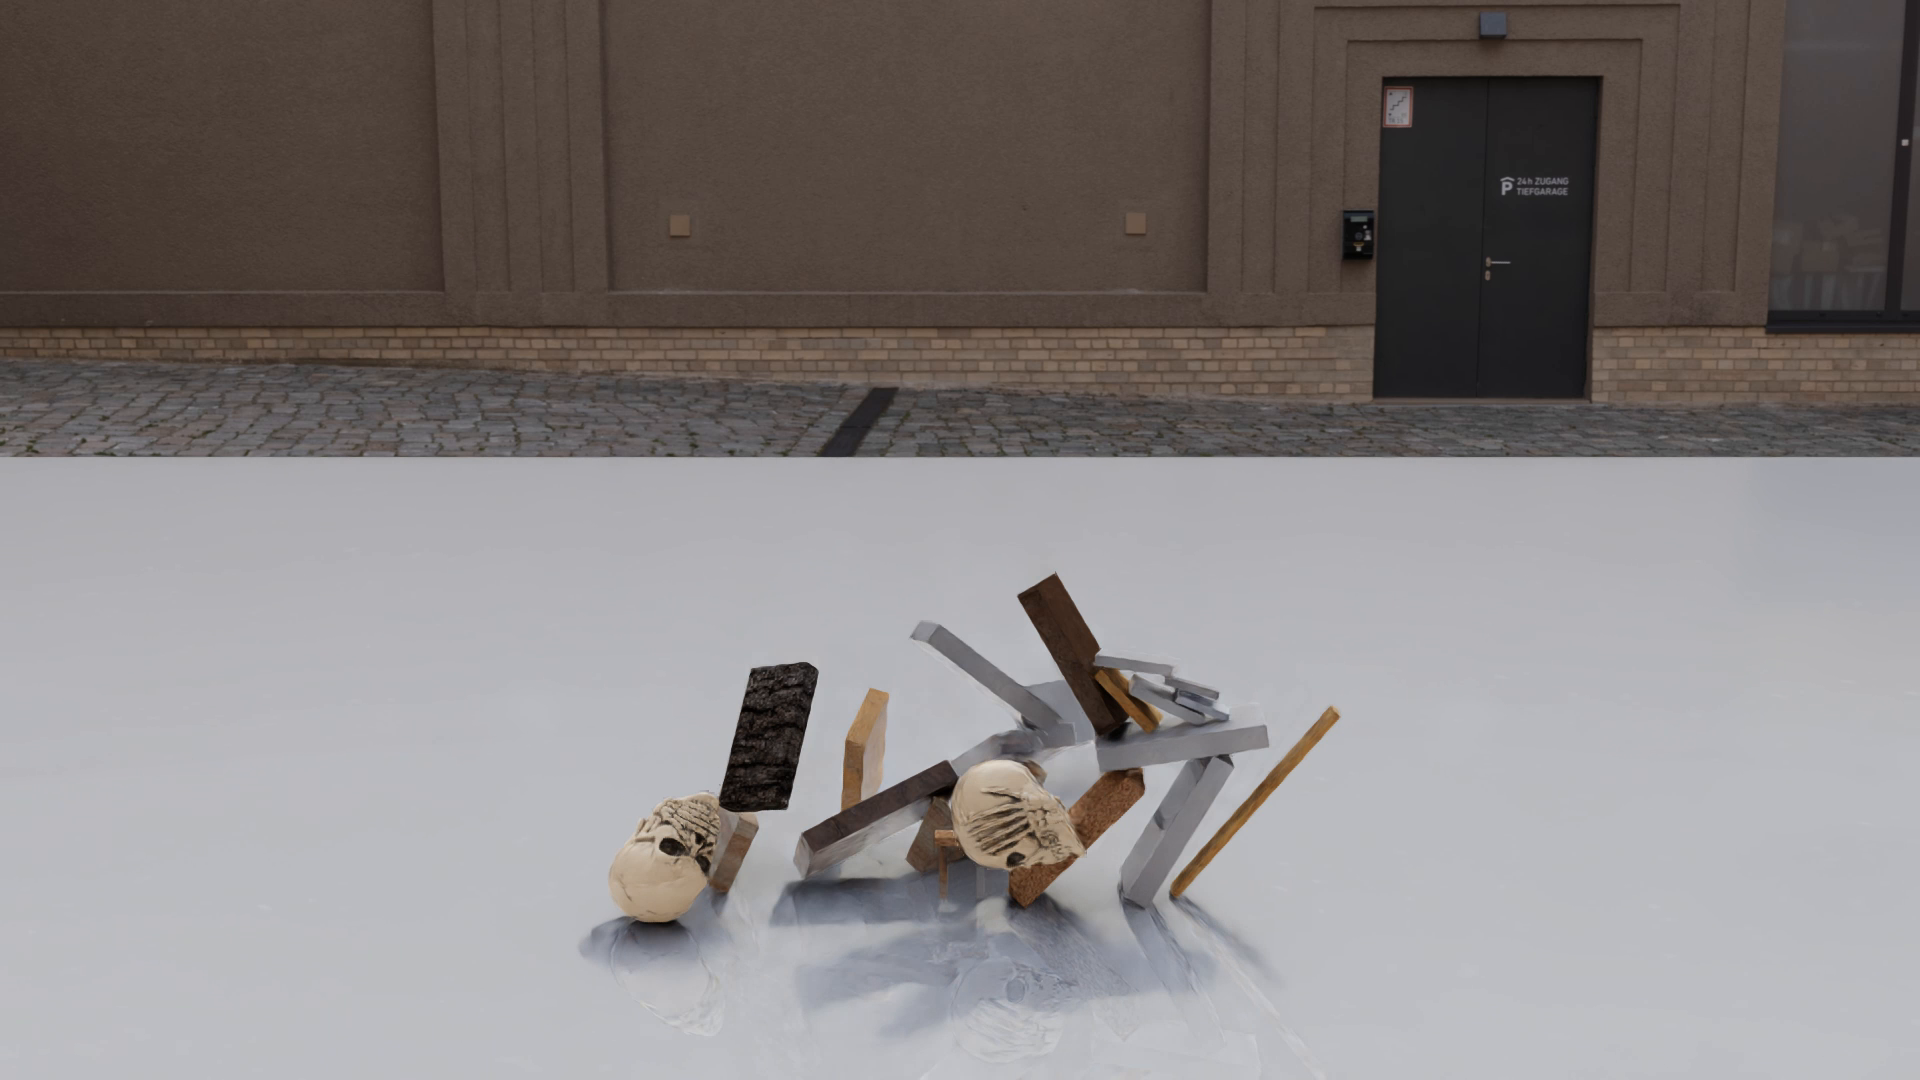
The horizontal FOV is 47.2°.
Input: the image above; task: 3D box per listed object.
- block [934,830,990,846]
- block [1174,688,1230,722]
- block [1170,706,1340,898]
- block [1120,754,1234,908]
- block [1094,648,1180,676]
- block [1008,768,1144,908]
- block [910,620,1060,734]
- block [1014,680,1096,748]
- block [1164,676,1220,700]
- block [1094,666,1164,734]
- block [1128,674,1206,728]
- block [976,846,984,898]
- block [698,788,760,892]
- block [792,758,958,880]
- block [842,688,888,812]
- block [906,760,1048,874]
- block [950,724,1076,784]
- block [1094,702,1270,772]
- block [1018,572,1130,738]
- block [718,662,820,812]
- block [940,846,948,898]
[{"bbox_3d":[0.003,0.494,3.648,0.092,0.013,0.046,0,11,0],"label":"block"},{"bbox_3d":[0.396,0.269,3.599,0.092,0.013,0.046,21,14,-4],"label":"block"},{"bbox_3d":[0.485,0.432,3.631,0.013,0.408,0.046,39,11,-4],"label":"block"},{"bbox_3d":[0.357,0.463,3.641,0.039,0.277,0.139,30,9,-5],"label":"block"},{"bbox_3d":[0.291,0.200,3.603,0.130,0.018,0.065,7,10,16],"label":"block"},{"bbox_3d":[0.192,0.480,3.640,0.039,0.277,0.139,44,10,-5],"label":"block"},{"bbox_3d":[0.041,0.230,3.697,0.261,0.037,0.131,38,-9,-12],"label":"block"},{"bbox_3d":[0.208,0.341,4.303,0.261,0.131,0.037,-6,-22,-48],"label":"block"},{"bbox_3d":[0.380,0.241,3.603,0.092,0.013,0.046,16,4,8],"label":"block"},{"bbox_3d":[0.277,0.258,3.616,0.130,0.018,0.065,46,19,2],"label":"block"},{"bbox_3d":[0.339,0.263,3.602,0.130,0.018,0.065,25,12,-3],"label":"block"},{"bbox_3d":[0.034,0.545,3.658,0.013,0.092,0.046,0,11,0],"label":"block"},{"bbox_3d":[-0.400,0.504,3.782,0.035,0.125,0.250,24,5,-14],"label":"block"},{"bbox_3d":[-0.144,0.474,3.729,0.283,0.040,0.142,-25,-20,-22],"label":"block"},{"bbox_3d":[-0.170,0.392,3.894,0.035,0.250,0.125,16,46,10],"label":"block"},{"bbox_3d":[0.032,0.481,3.841,0.040,0.142,0.283,37,28,27],"label":"block"},{"bbox_3d":[0.090,0.388,3.973,0.142,0.040,0.284,-5,-15,-21],"label":"block"},{"bbox_3d":[0.363,0.324,3.615,0.277,0.039,0.139,-9,10,4],"label":"block"},{"bbox_3d":[0.195,0.189,3.643,0.037,0.268,0.131,-31,-2,19],"label":"block"},{"bbox_3d":[-0.321,0.332,3.697,0.125,0.250,0.035,-8,-31,36],"label":"block"},{"bbox_3d":[-0.027,0.545,3.658,0.013,0.092,0.046,0,11,0],"label":"block"}]
